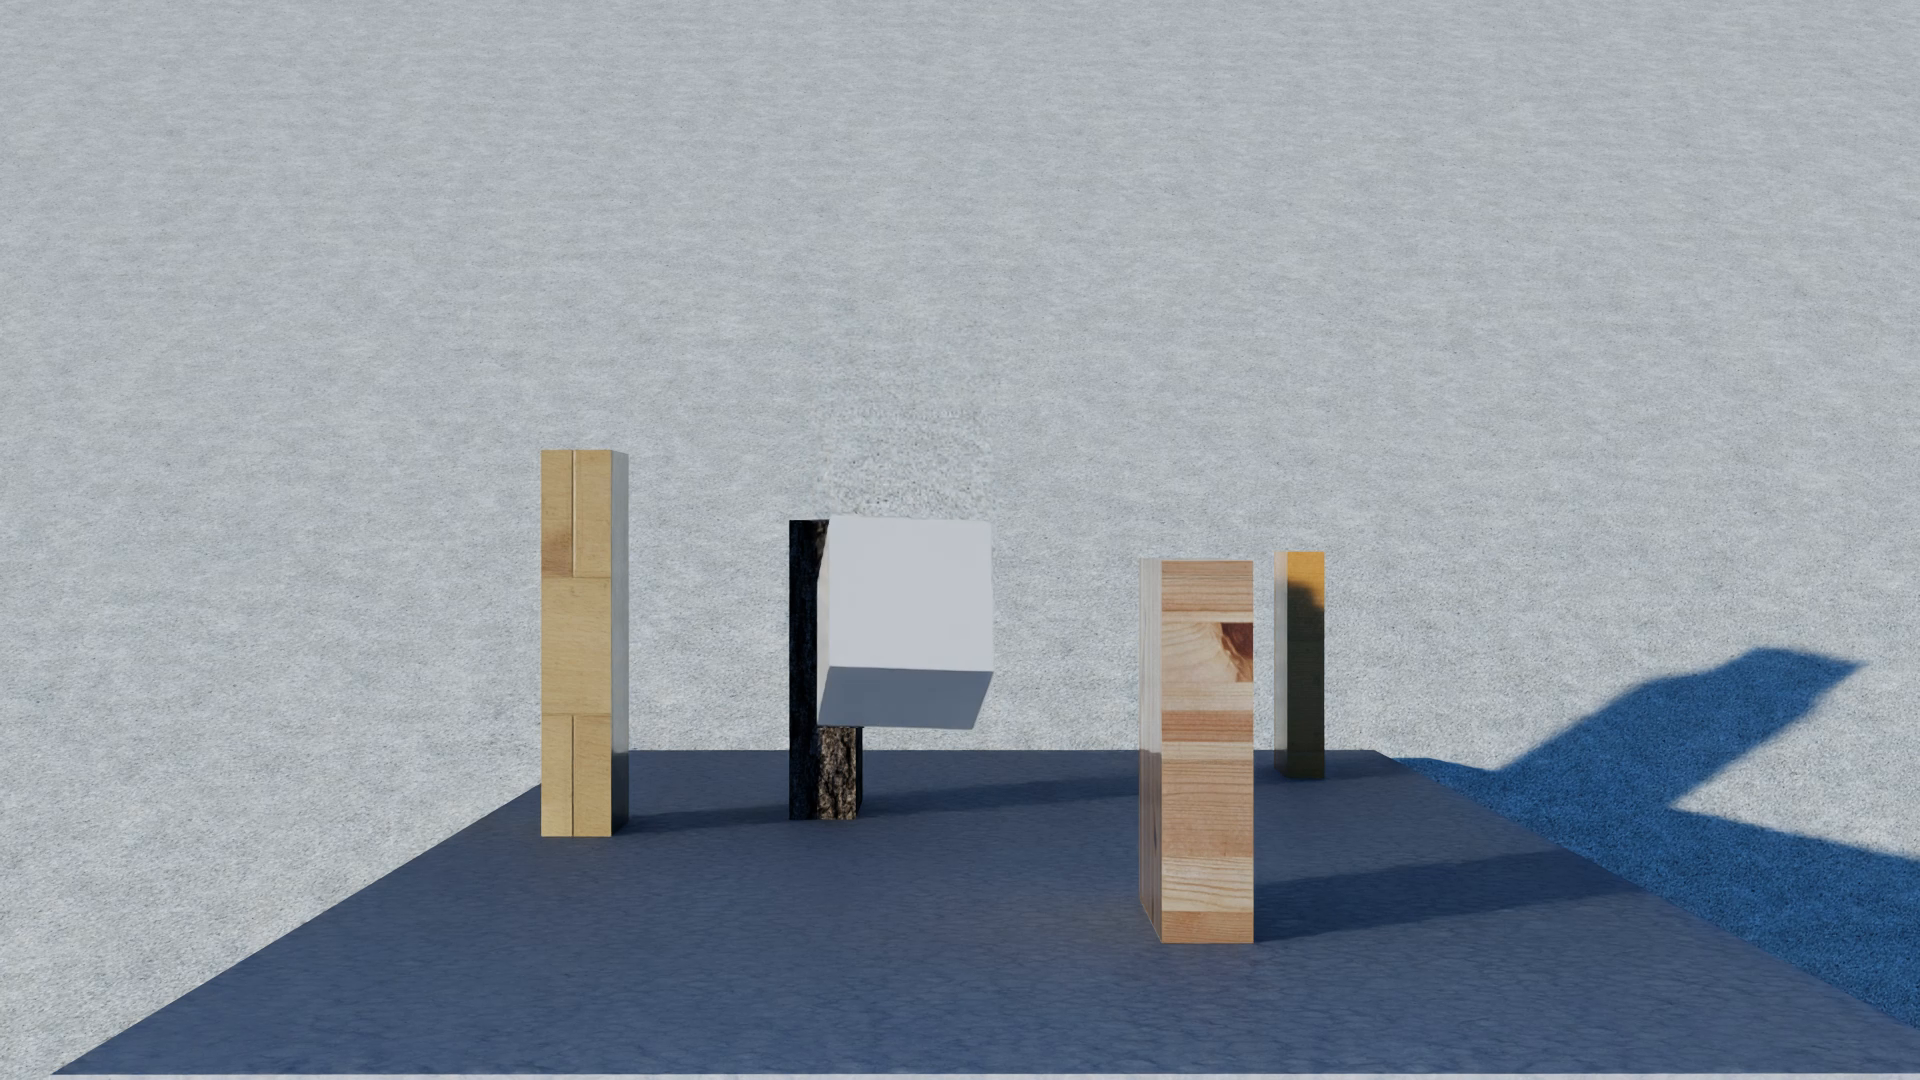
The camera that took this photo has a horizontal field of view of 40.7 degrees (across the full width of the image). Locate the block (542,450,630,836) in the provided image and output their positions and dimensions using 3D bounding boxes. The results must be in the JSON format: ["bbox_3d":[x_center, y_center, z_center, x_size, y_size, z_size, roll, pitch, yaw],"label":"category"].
[{"bbox_3d":[-0.704,0.189,4.872,0.128,0.709,0.259,0,0,0],"label":"block"}]

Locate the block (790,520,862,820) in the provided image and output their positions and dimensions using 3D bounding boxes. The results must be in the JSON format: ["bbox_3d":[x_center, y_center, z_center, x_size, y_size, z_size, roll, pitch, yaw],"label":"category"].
[{"bbox_3d":[-0.268,0.252,5.212,0.129,0.581,0.370,0,0,0],"label":"block"}]

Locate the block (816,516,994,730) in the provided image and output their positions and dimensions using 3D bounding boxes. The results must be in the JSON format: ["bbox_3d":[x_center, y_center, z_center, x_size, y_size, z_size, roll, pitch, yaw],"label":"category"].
[{"bbox_3d":[-0.054,0.080,2.452,0.151,0.151,0.151,2,65,-7],"label":"block"}]

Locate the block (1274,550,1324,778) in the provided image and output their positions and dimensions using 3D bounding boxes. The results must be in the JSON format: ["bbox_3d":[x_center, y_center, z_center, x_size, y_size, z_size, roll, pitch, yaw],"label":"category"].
[{"bbox_3d":[0.784,0.283,5.985,0.085,0.514,0.245,0,0,0],"label":"block"}]

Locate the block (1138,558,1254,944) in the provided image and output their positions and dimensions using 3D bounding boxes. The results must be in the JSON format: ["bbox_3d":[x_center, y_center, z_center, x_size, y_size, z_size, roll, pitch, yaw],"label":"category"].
[{"bbox_3d":[0.335,0.286,3.718,0.124,0.517,0.440,0,0,0],"label":"block"}]

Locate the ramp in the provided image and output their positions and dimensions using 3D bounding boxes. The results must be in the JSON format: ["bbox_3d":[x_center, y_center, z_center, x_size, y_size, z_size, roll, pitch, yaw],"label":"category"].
[{"bbox_3d":[0.066,0.593,4.648,2.000,0.100,4.000,0,0,0],"label":"ramp"}]
